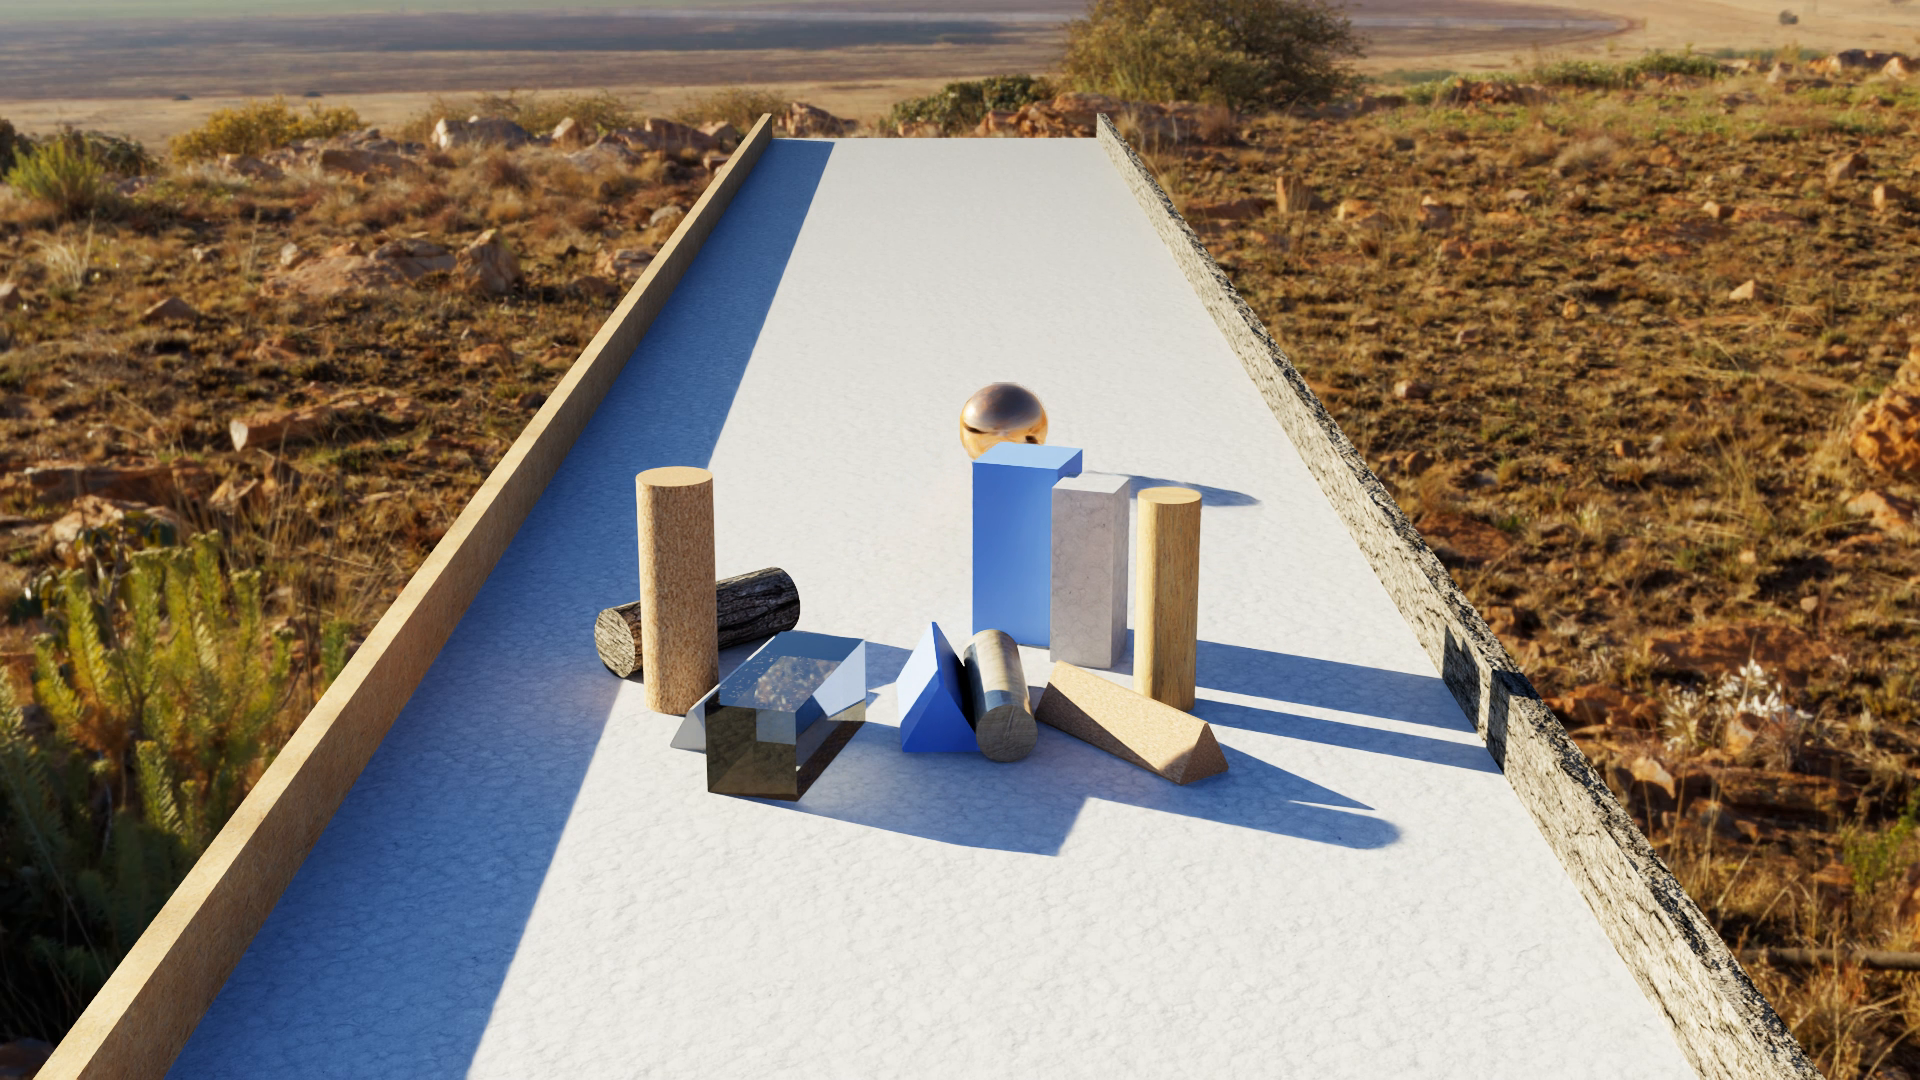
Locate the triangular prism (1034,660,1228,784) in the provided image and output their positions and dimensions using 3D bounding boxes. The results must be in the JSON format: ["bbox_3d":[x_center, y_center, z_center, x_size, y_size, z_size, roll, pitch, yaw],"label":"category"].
[{"bbox_3d":[0.305,0.319,3.969,0.117,0.101,0.400,-12,20,-35],"label":"triangular prism"}]

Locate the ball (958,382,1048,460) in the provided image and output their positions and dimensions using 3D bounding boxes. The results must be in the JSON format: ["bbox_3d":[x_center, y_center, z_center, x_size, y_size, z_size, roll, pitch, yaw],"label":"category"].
[{"bbox_3d":[0.114,-0.297,5.814,0.235,0.235,0.235,0,17,0],"label":"ball"}]

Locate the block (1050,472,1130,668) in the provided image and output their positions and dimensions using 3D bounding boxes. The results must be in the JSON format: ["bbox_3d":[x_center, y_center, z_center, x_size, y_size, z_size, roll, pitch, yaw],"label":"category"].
[{"bbox_3d":[0.259,0.060,4.390,0.126,0.362,0.126,6,17,18],"label":"block"}]

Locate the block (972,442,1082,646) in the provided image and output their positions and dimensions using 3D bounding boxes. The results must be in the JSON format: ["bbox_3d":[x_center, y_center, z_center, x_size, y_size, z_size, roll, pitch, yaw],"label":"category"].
[{"bbox_3d":[0.140,0.007,4.545,0.179,0.376,0.179,6,17,18],"label":"block"}]

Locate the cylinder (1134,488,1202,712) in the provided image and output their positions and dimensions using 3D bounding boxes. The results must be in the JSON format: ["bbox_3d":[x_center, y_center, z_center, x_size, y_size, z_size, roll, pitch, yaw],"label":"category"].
[{"bbox_3d":[0.387,0.114,4.122,0.117,0.411,0.117,0,17,0],"label":"cylinder"}]

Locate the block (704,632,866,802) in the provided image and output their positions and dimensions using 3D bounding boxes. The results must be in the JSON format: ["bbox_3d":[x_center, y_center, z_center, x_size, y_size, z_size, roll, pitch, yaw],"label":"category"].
[{"bbox_3d":[-0.304,0.307,3.909,0.163,0.163,0.389,4,17,14],"label":"block"}]

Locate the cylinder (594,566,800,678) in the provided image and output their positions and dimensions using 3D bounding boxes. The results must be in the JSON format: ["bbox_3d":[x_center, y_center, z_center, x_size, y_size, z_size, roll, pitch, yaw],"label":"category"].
[{"bbox_3d":[-0.526,0.163,4.438,0.410,0.138,0.138,-15,22,-41],"label":"cylinder"}]

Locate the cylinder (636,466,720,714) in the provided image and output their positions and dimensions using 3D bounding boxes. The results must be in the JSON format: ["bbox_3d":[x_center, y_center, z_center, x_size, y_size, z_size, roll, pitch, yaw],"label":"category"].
[{"bbox_3d":[-0.528,0.095,4.128,0.141,0.444,0.141,0,17,0],"label":"cylinder"}]

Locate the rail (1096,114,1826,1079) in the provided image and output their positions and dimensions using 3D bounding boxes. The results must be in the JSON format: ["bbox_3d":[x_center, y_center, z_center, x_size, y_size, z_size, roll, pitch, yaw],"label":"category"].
[{"bbox_3d":[0.932,-0.844,7.801,0.050,0.150,12.000,0,17,-1],"label":"rail"}]

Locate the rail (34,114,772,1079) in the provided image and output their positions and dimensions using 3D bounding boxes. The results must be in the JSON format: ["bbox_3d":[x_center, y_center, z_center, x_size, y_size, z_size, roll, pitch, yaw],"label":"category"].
[{"bbox_3d":[-1.118,-0.838,7.780,0.050,0.150,12.000,0,17,-1],"label":"rail"}]

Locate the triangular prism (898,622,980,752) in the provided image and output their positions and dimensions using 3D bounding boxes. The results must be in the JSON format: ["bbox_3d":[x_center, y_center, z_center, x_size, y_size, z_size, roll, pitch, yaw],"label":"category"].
[{"bbox_3d":[-0.041,0.267,4.099,0.143,0.124,0.356,-1,17,-3],"label":"triangular prism"}]

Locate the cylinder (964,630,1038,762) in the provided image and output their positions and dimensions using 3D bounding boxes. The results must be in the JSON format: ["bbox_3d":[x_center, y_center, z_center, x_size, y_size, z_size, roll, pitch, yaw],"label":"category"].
[{"bbox_3d":[0.072,0.284,4.080,0.109,0.109,0.412,-1,17,-3],"label":"cylinder"}]

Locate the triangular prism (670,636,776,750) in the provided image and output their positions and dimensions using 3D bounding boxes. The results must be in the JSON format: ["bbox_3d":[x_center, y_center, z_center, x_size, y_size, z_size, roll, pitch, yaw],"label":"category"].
[{"bbox_3d":[-0.422,0.283,4.133,0.089,0.077,0.413,5,17,16],"label":"triangular prism"}]
